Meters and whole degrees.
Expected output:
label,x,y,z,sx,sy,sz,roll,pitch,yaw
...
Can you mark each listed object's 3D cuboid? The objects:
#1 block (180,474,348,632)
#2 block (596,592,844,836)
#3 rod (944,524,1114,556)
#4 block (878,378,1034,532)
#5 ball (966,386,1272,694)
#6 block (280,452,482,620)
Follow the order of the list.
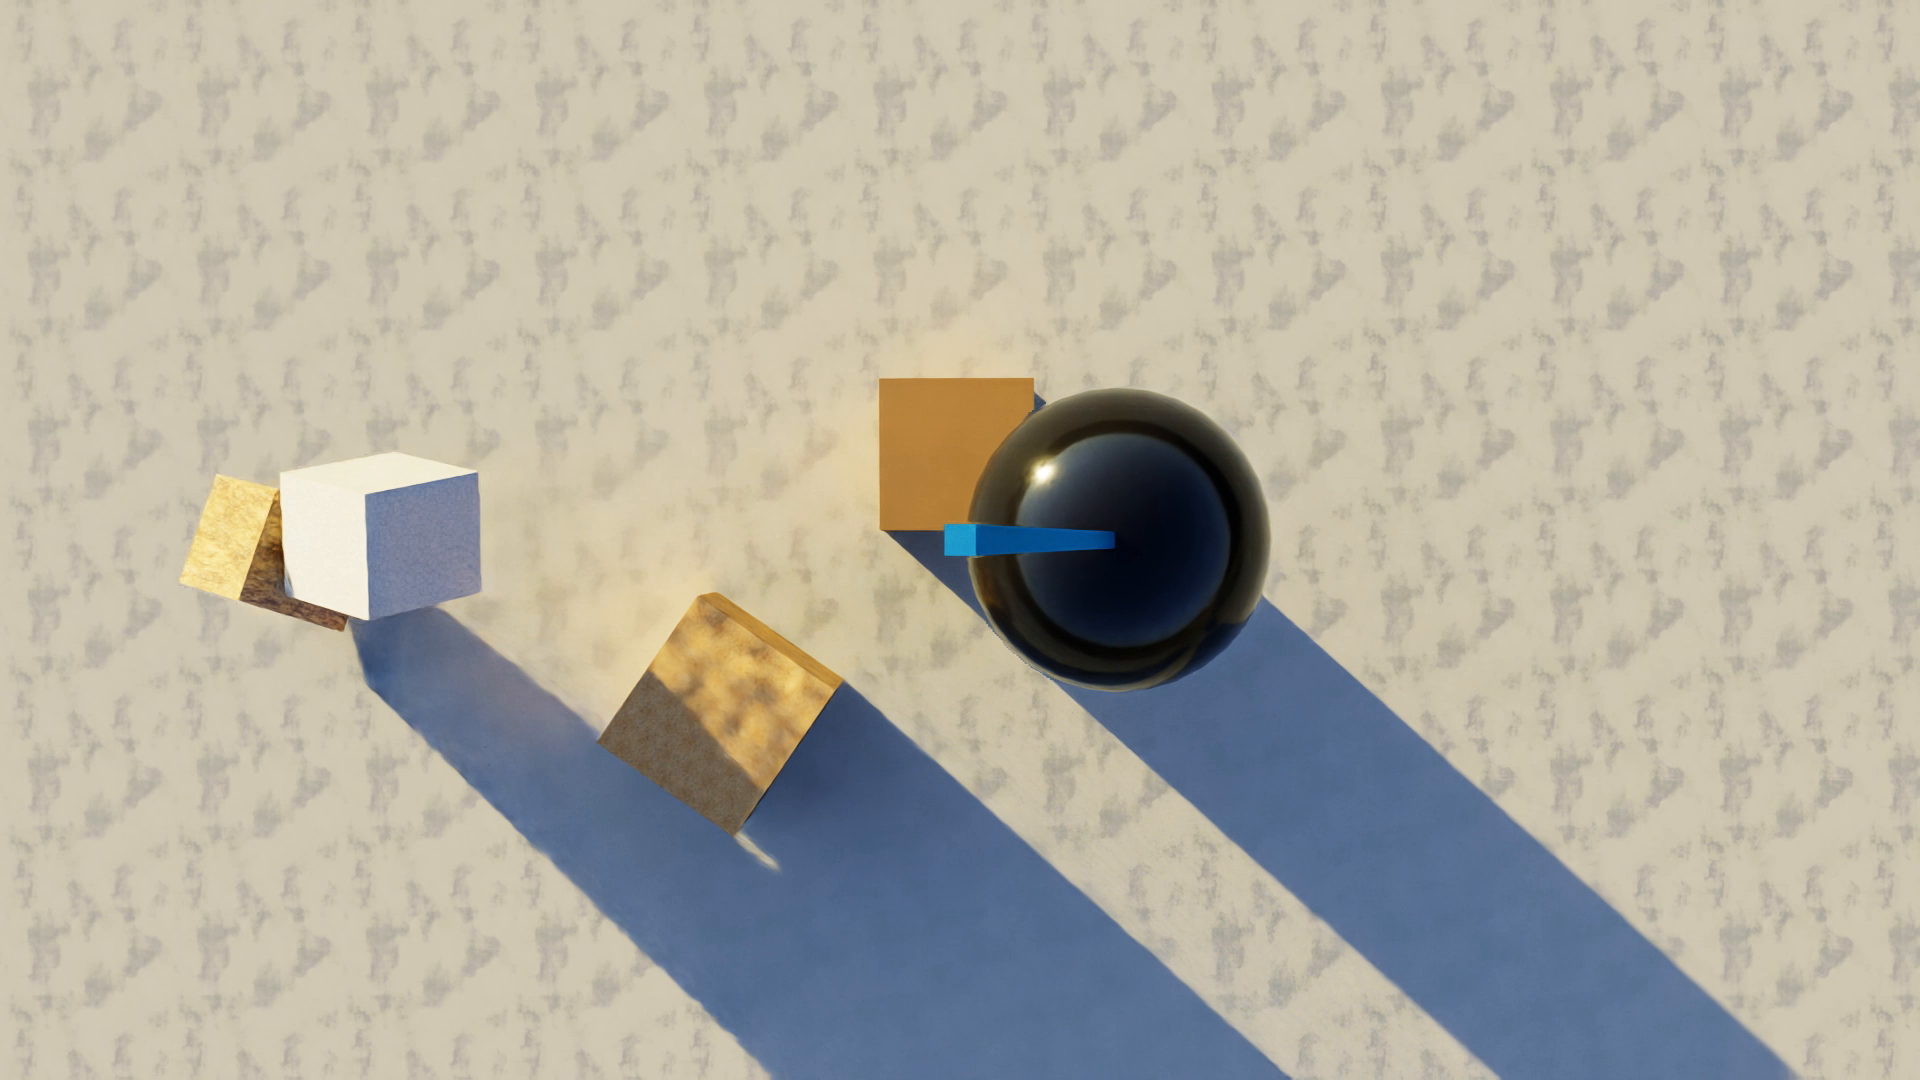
label,x,y,z,sx,sy,sz,roll,pitch,yaw
block,-3.862,0.076,12.481,0.686,0.681,0.645,10,80,44
block,-1.337,0.966,12.514,0.915,0.972,0.976,35,90,0
rod,0.358,0.000,8.148,0.080,5.200,0.080,0,90,8
block,-0.018,-0.478,12.623,0.862,0.753,0.848,0,90,0
ball,0.826,0.000,11.515,1.600,1.600,1.600,0,90,0
block,-3.176,-0.036,12.087,0.722,0.770,0.690,12,108,36
